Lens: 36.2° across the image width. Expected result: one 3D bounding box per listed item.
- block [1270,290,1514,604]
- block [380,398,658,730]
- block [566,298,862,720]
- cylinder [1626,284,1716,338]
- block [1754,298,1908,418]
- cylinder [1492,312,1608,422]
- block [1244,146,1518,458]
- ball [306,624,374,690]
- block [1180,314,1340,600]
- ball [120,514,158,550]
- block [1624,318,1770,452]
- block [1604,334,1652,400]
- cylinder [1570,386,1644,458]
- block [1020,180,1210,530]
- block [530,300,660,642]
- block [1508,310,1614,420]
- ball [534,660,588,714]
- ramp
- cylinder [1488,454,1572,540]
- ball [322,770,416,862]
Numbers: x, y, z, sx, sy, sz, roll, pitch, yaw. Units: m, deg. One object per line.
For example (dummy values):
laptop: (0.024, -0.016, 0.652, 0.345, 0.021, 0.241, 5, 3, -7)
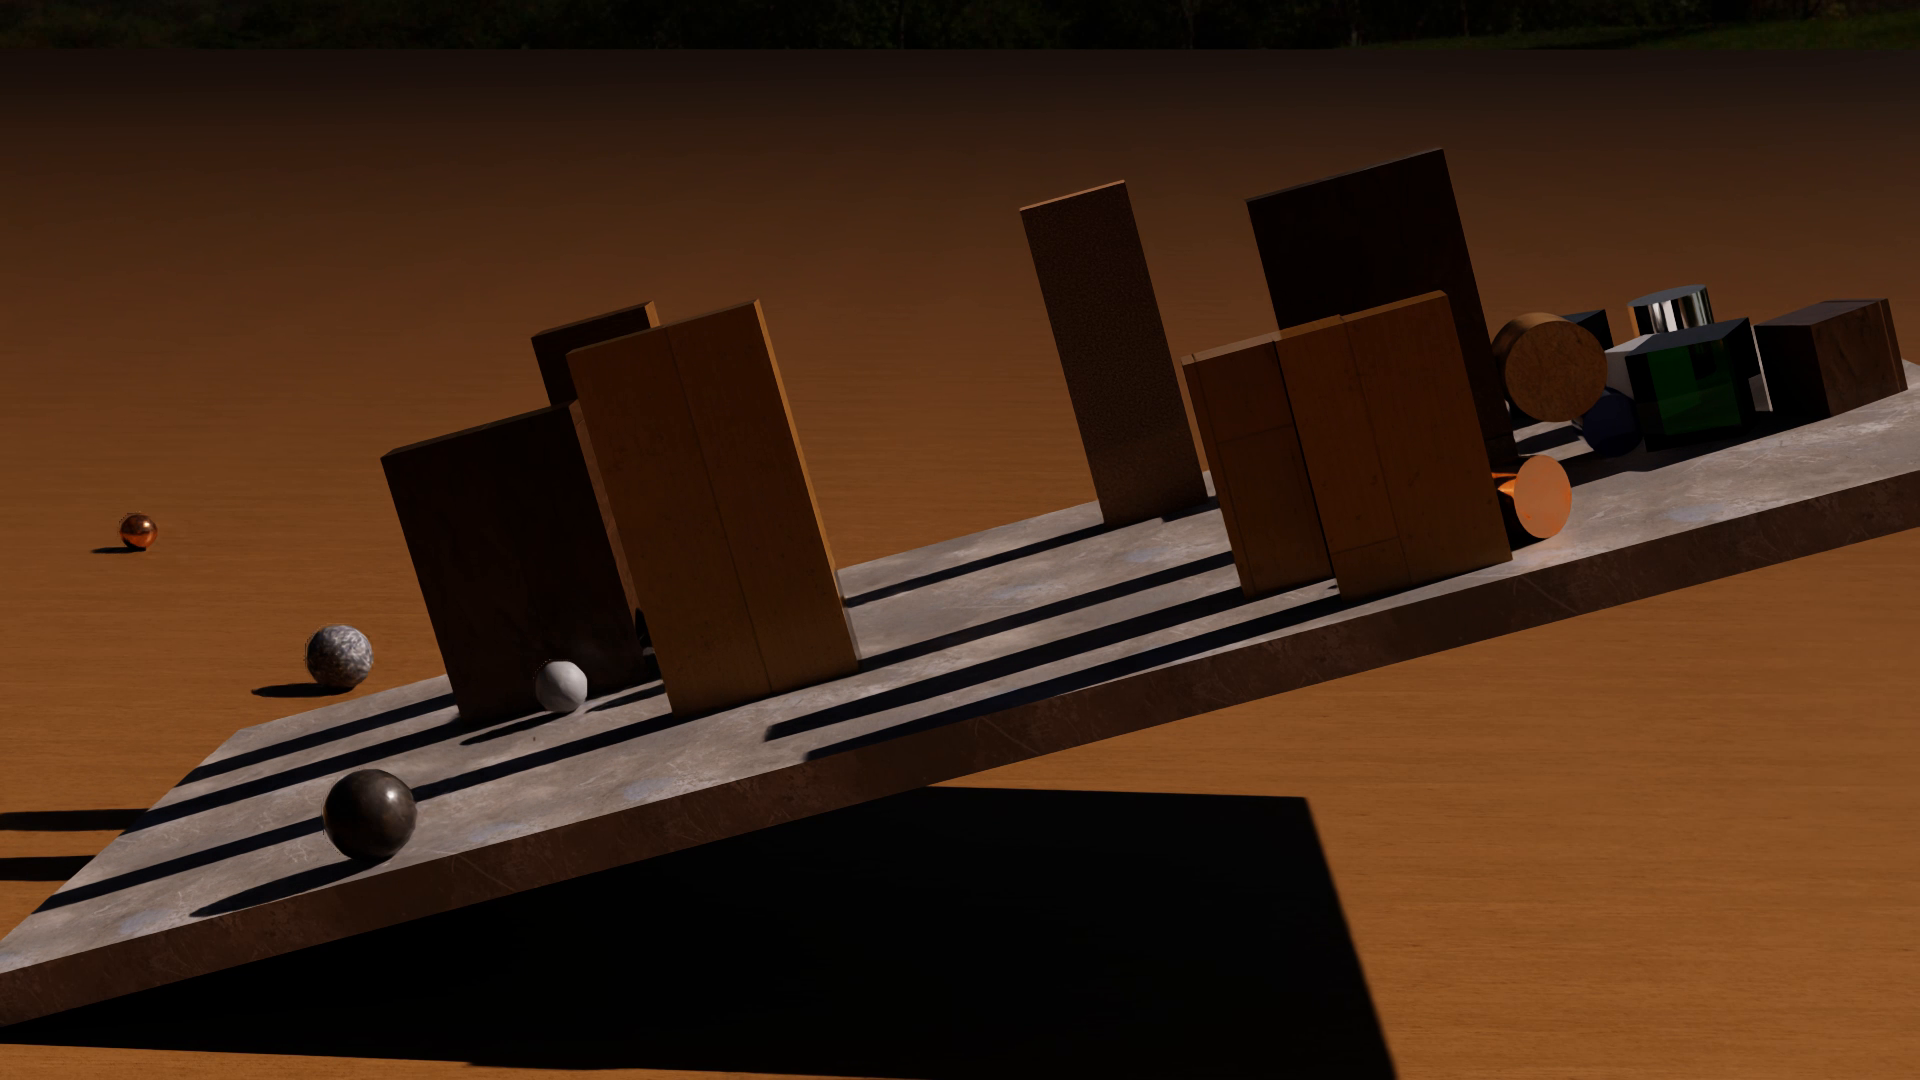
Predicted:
block: (0.793, -0.170, 5.409, 0.321, 0.504, 0.102, -15, 9, 4)
block: (-0.985, 0.054, 6.604, 0.437, 0.638, 0.135, -15, 9, 4)
block: (-0.499, -0.060, 6.024, 0.397, 0.784, 0.096, -15, 9, 4)
cylinder: (1.649, -0.476, 6.779, 0.183, 0.183, 0.183, -15, 9, 3)
block: (1.761, -0.370, 5.953, 0.191, 0.191, 0.191, -19, 10, -18)
cylinder: (1.218, -0.360, 6.105, 0.209, 0.209, 0.209, 0, 9, 0)
block: (0.879, -0.417, 6.101, 0.412, 0.703, 0.086, -15, 9, 4)
ball: (-1.752, 0.331, 8.310, 0.185, 0.185, 0.185, 0, 10, 0)
block: (0.644, -0.162, 5.704, 0.320, 0.472, 0.136, -15, 9, 4)
ball: (-2.927, -0.028, 10.480, 0.127, 0.127, 0.127, 0, 10, 0)
block: (1.511, -0.318, 6.023, 0.204, 0.204, 0.204, -10, 11, 32)
block: (1.520, -0.363, 6.438, 0.148, 0.148, 0.148, -21, 11, -32)
cylinder: (1.345, -0.246, 6.103, 0.129, 0.129, 0.129, 0, 14, -1)
block: (0.360, -0.429, 6.823, 0.248, 0.767, 0.103, -15, 9, 4)
block: (-0.764, -0.152, 7.009, 0.279, 0.780, 0.148, -15, 9, 4)
block: (1.381, -0.405, 6.786, 0.190, 0.190, 0.190, -7, 13, 43)
ball: (-0.874, 0.323, 6.453, 0.117, 0.117, 0.117, 0, 10, 0)
ramp: (0.082, 0.190, 6.327, 4.000, 0.100, 2.000, -15, 9, 4)
cylinder: (1.039, -0.079, 5.541, 0.157, 0.157, 0.157, -8, 3, -36)
ball: (-1.109, 0.517, 5.528, 0.173, 0.173, 0.173, 0, 10, 0)
